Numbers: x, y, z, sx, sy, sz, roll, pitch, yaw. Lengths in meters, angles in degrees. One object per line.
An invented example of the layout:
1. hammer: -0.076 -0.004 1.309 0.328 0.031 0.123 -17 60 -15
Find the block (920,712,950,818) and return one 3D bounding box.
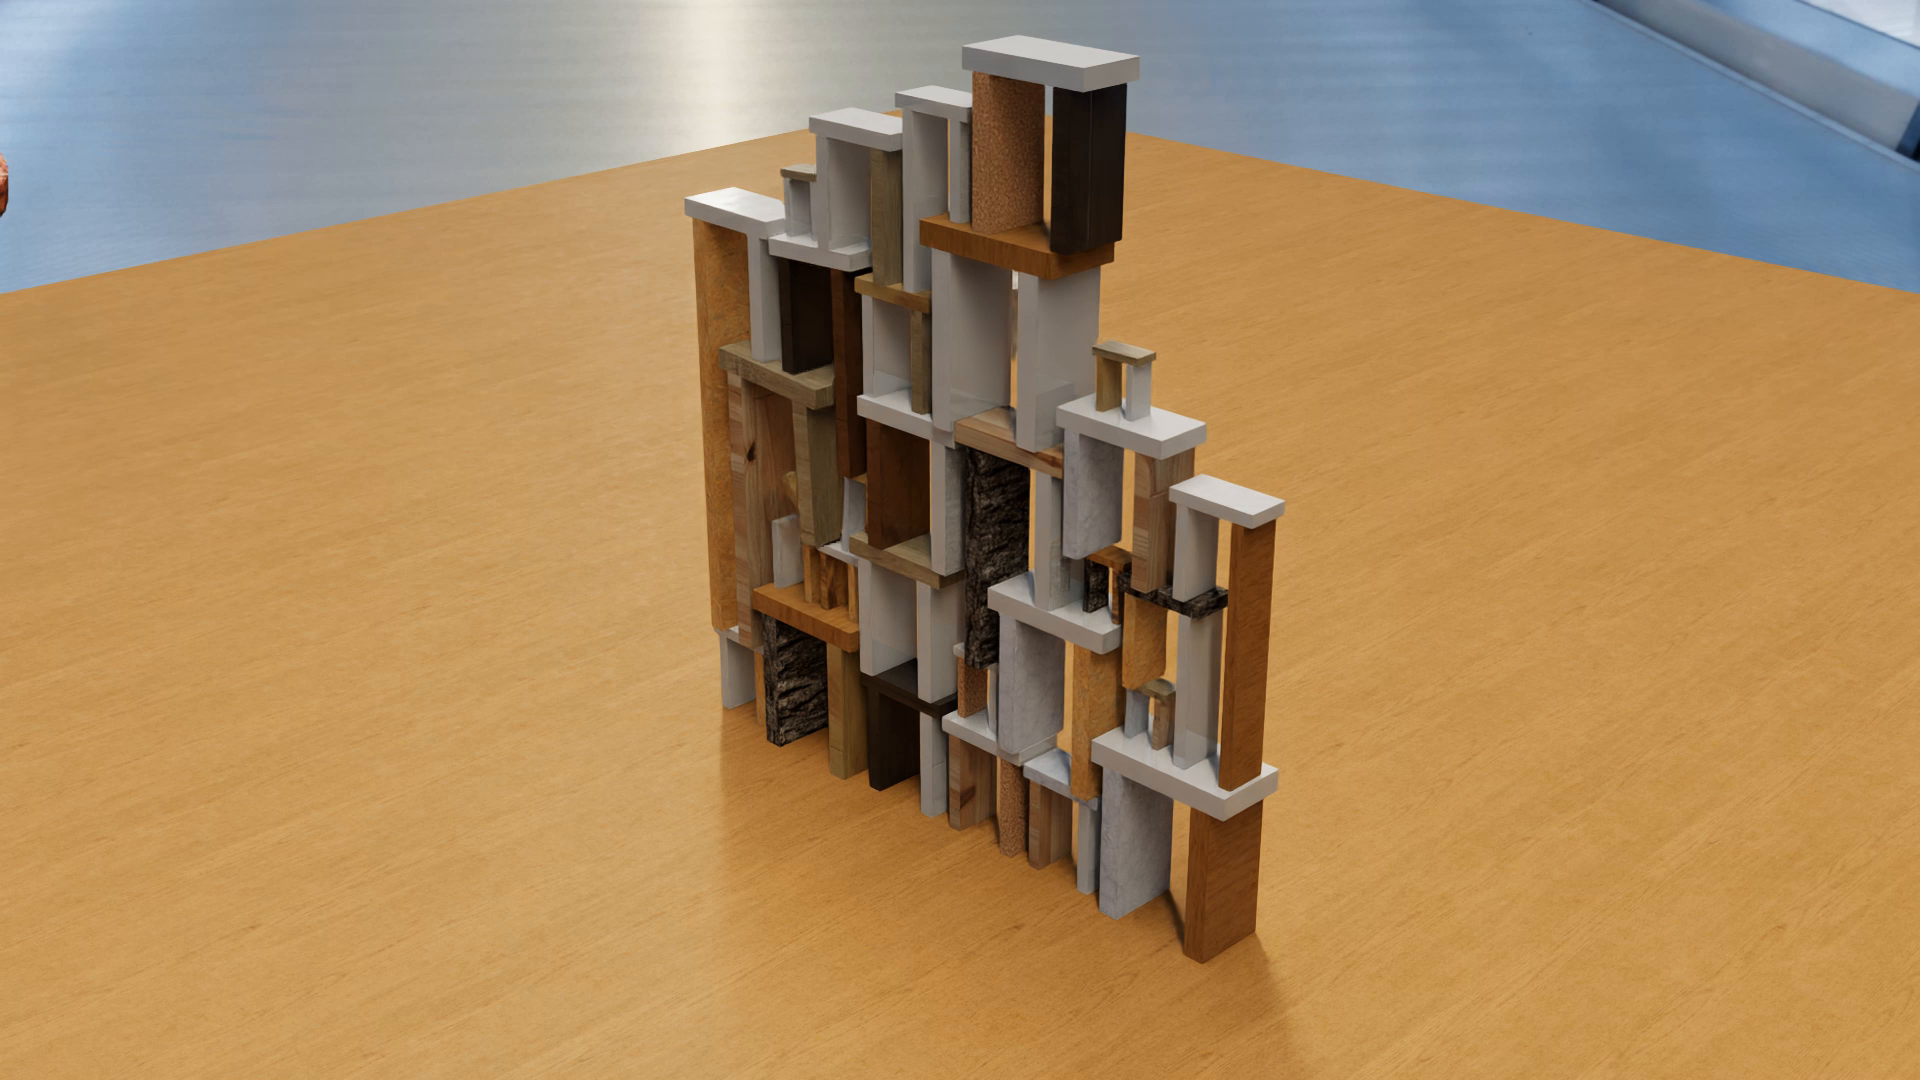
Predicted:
1. block: -0.027 0.435 4.440 0.033 0.230 0.115 21 31 41

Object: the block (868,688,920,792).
1. block: -0.135 0.393 4.540 0.033 0.230 0.115 21 31 41

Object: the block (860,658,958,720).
1. block: -0.081 0.293 4.438 0.230 0.033 0.115 21 31 41

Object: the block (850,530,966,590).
1. block: -0.086 0.026 4.329 0.254 0.036 0.127 21 31 40

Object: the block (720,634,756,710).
1. block: -0.488 0.279 4.877 0.089 0.177 0.025 -21 31 -41

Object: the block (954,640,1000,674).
1. block: 0.055 0.223 4.265 0.129 0.018 0.064 21 31 40

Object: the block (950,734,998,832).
1. block: 0.027 0.467 4.390 0.030 0.211 0.105 21 31 41

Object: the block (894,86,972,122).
1. block: -0.019 -0.775 3.906 0.092 0.026 0.184 -21 31 -40

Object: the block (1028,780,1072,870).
1. block: 0.176 0.536 4.256 0.027 0.189 0.094 21 31 41

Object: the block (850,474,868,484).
1. block: -0.188 -0.131 4.371 0.103 0.015 0.051 21 31 41

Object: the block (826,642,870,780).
1. block: -0.203 0.334 4.585 0.043 0.304 0.152 21 31 41

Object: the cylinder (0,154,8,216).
1. cylinder: -2.309 -0.834 5.154 0.142 0.142 0.142 -13 -17 -28

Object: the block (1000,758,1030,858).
1. block: 0.126 0.506 4.299 0.030 0.211 0.105 21 31 41

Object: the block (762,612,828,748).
1. block: -0.347 0.278 4.717 0.043 0.304 0.152 21 31 41

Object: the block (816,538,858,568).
1. block: -0.227 0.020 4.474 0.064 0.018 0.128 -21 31 -39

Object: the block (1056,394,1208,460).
1. block: 0.295 -0.200 3.810 0.241 0.034 0.121 21 31 40

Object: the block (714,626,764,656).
1. block: -0.447 0.202 4.799 0.177 0.025 0.089 21 31 41

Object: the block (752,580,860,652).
1. block: -0.275 0.146 4.583 0.304 0.043 0.152 21 31 41

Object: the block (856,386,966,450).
1. block: -0.057 -0.240 4.183 0.265 0.038 0.133 21 31 41

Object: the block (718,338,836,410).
1. block: -0.335 -0.344 4.442 0.149 0.042 0.298 -21 35 -41

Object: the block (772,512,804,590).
1. block: -0.359 0.022 4.629 0.021 0.149 0.075 21 31 41

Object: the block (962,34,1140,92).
1. block: 0.152 -0.806 3.713 0.280 0.040 0.140 21 31 41

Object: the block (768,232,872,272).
1. block: -0.250 -0.564 4.257 0.234 0.033 0.117 18 29 42

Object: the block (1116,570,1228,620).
1. block: 0.375 0.088 3.857 0.184 0.026 0.092 21 31 40

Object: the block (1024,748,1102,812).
1. block: 0.221 0.453 4.174 0.095 0.027 0.189 -21 31 -40

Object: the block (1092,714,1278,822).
1. block: 0.403 0.405 3.961 0.308 0.044 0.154 21 31 41

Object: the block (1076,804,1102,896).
1. block: 0.266 0.570 4.175 0.095 0.189 0.027 -21 31 -41

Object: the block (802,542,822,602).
1. block: -0.290 0.049 4.565 0.075 0.149 0.021 -21 30 -41

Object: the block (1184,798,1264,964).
1. block: 0.475 0.596 3.963 0.044 0.308 0.154 21 31 41

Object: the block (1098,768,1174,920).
1. block: 0.330 0.539 4.097 0.044 0.308 0.154 21 31 41

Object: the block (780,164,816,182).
1. block: -0.286 -0.707 4.242 0.115 0.016 0.058 17 29 40

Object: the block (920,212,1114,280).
1. block: 0.098 -0.530 3.889 0.162 0.046 0.323 -21 31 -40

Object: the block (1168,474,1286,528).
1. block: 0.449 -0.066 3.702 0.177 0.025 0.089 21 31 40

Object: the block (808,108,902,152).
1. block: -0.166 -0.761 4.073 0.219 0.031 0.109 21 31 40

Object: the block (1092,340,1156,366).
1. block: 0.281 -0.321 3.772 0.101 0.014 0.050 20 31 39

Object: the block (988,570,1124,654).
1. block: 0.203 0.128 4.059 0.143 0.041 0.286 -21 31 -40

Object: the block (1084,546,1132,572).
1. block: 0.270 0.029 3.951 0.105 0.015 0.053 21 31 40

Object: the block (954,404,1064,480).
1. block: 0.132 -0.181 4.000 0.134 0.038 0.267 -22 31 -40

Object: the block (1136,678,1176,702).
1. block: 0.348 0.263 3.966 0.100 0.014 0.050 21 30 40

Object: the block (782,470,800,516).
1. block: -0.304 -0.076 4.528 0.075 0.149 0.021 -21 -8 -40

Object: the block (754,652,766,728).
1. block: -0.404 0.311 4.800 0.025 0.177 0.089 21 31 41

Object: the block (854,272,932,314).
1. block: -0.092 -0.469 4.121 0.101 0.029 0.202 -21 31 -41

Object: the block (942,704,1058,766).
1. block: 0.076 0.376 4.298 0.211 0.030 0.105 21 31 41

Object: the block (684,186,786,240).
1. block: -0.422 -0.656 4.408 0.128 0.036 0.256 -21 31 -40
